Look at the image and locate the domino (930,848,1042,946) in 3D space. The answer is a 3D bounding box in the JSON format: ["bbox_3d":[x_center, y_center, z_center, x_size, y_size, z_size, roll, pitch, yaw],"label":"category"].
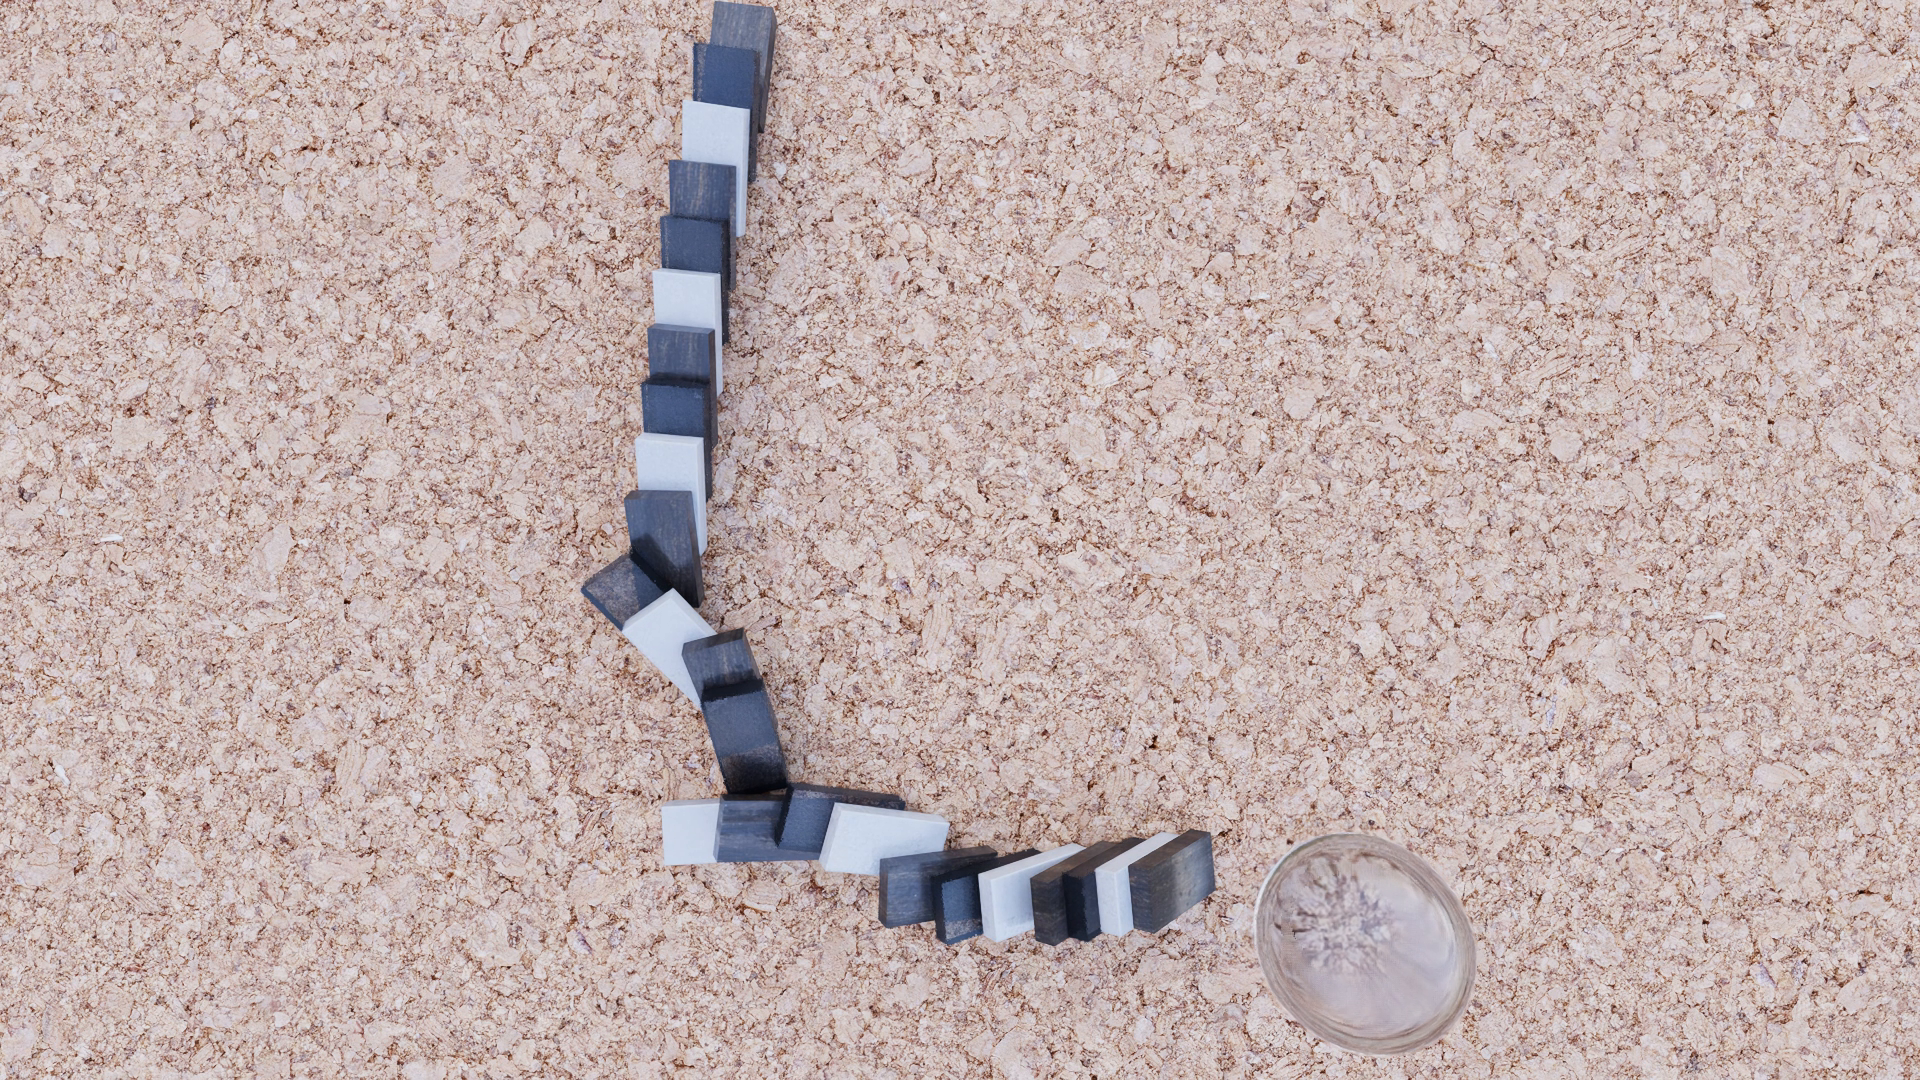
[{"bbox_3d":[0.013,0.149,0.384,0.050,0.009,0.025,-5,90,-29],"label":"domino"}]

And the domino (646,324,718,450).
[{"bbox_3d":[-0.116,-0.064,0.385,0.025,0.010,0.050,5,115,0],"label":"domino"}]

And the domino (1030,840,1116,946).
[{"bbox_3d":[0.049,0.145,0.379,0.009,0.050,0.025,-5,90,43],"label":"domino"}]

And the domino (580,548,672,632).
[{"bbox_3d":[-0.130,0.030,0.384,0.025,0.009,0.050,-34,116,5],"label":"domino"}]

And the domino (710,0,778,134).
[{"bbox_3d":[-0.095,-0.204,0.395,0.025,0.010,0.050,7,90,0],"label":"domino"}]

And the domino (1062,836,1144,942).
[{"bbox_3d":[0.062,0.143,0.379,0.010,0.050,0.025,-5,90,43],"label":"domino"}]

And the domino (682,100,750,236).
[{"bbox_3d":[-0.103,-0.156,0.385,0.025,0.009,0.050,8,114,-1],"label":"domino"}]

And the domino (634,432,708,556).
[{"bbox_3d":[-0.121,-0.019,0.385,0.025,0.010,0.050,5,115,0],"label":"domino"}]

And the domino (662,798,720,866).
[{"bbox_3d":[-0.102,0.125,0.395,0.050,0.009,0.025,-3,90,0],"label":"domino"}]

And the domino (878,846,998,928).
[{"bbox_3d":[-0.009,0.145,0.385,0.050,0.010,0.025,2,90,-26],"label":"domino"}]

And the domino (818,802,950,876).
[{"bbox_3d":[-0.031,0.127,0.384,0.050,0.009,0.025,16,90,-26],"label":"domino"}]

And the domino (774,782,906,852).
[{"bbox_3d":[-0.050,0.118,0.385,0.050,0.010,0.025,15,90,-25],"label":"domino"}]

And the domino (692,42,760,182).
[{"bbox_3d":[-0.098,-0.179,0.385,0.025,0.009,0.050,8,114,-1],"label":"domino"}]

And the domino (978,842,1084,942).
[{"bbox_3d":[0.032,0.146,0.383,0.050,0.009,0.025,-5,90,-33],"label":"domino"}]

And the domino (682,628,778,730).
[{"bbox_3d":[-0.096,0.063,0.384,0.025,0.010,0.050,-15,116,-4],"label":"domino"}]

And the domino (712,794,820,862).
[{"bbox_3d":[-0.076,0.121,0.385,0.050,0.009,0.025,8,88,-25],"label":"domino"}]

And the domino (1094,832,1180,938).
[{"bbox_3d":[0.075,0.141,0.379,0.010,0.050,0.025,-5,90,43],"label":"domino"}]

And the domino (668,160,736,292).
[{"bbox_3d":[-0.108,-0.132,0.386,0.025,0.009,0.050,6,114,0],"label":"domino"}]

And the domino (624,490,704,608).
[{"bbox_3d":[-0.124,0.004,0.385,0.025,0.010,0.050,1,115,0],"label":"domino"}]

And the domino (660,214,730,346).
[{"bbox_3d":[-0.111,-0.109,0.385,0.025,0.010,0.050,6,114,0],"label":"domino"}]

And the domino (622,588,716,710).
[{"bbox_3d":[-0.114,0.047,0.384,0.025,0.009,0.050,-34,115,6],"label":"domino"}]

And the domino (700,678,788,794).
[{"bbox_3d":[-0.090,0.084,0.384,0.025,0.010,0.050,-11,115,-5],"label":"domino"}]

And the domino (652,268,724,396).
[{"bbox_3d":[-0.114,-0.087,0.385,0.025,0.009,0.050,6,115,1],"label":"domino"}]

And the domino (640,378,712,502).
[{"bbox_3d":[-0.118,-0.041,0.385,0.025,0.010,0.050,5,115,0],"label":"domino"}]

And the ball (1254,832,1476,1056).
[{"bbox_3d":[0.157,0.157,0.360,0.080,0.080,0.080,0,90,0],"label":"ball"}]

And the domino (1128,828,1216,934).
[{"bbox_3d":[0.088,0.140,0.379,0.010,0.050,0.025,-5,90,43],"label":"domino"}]
